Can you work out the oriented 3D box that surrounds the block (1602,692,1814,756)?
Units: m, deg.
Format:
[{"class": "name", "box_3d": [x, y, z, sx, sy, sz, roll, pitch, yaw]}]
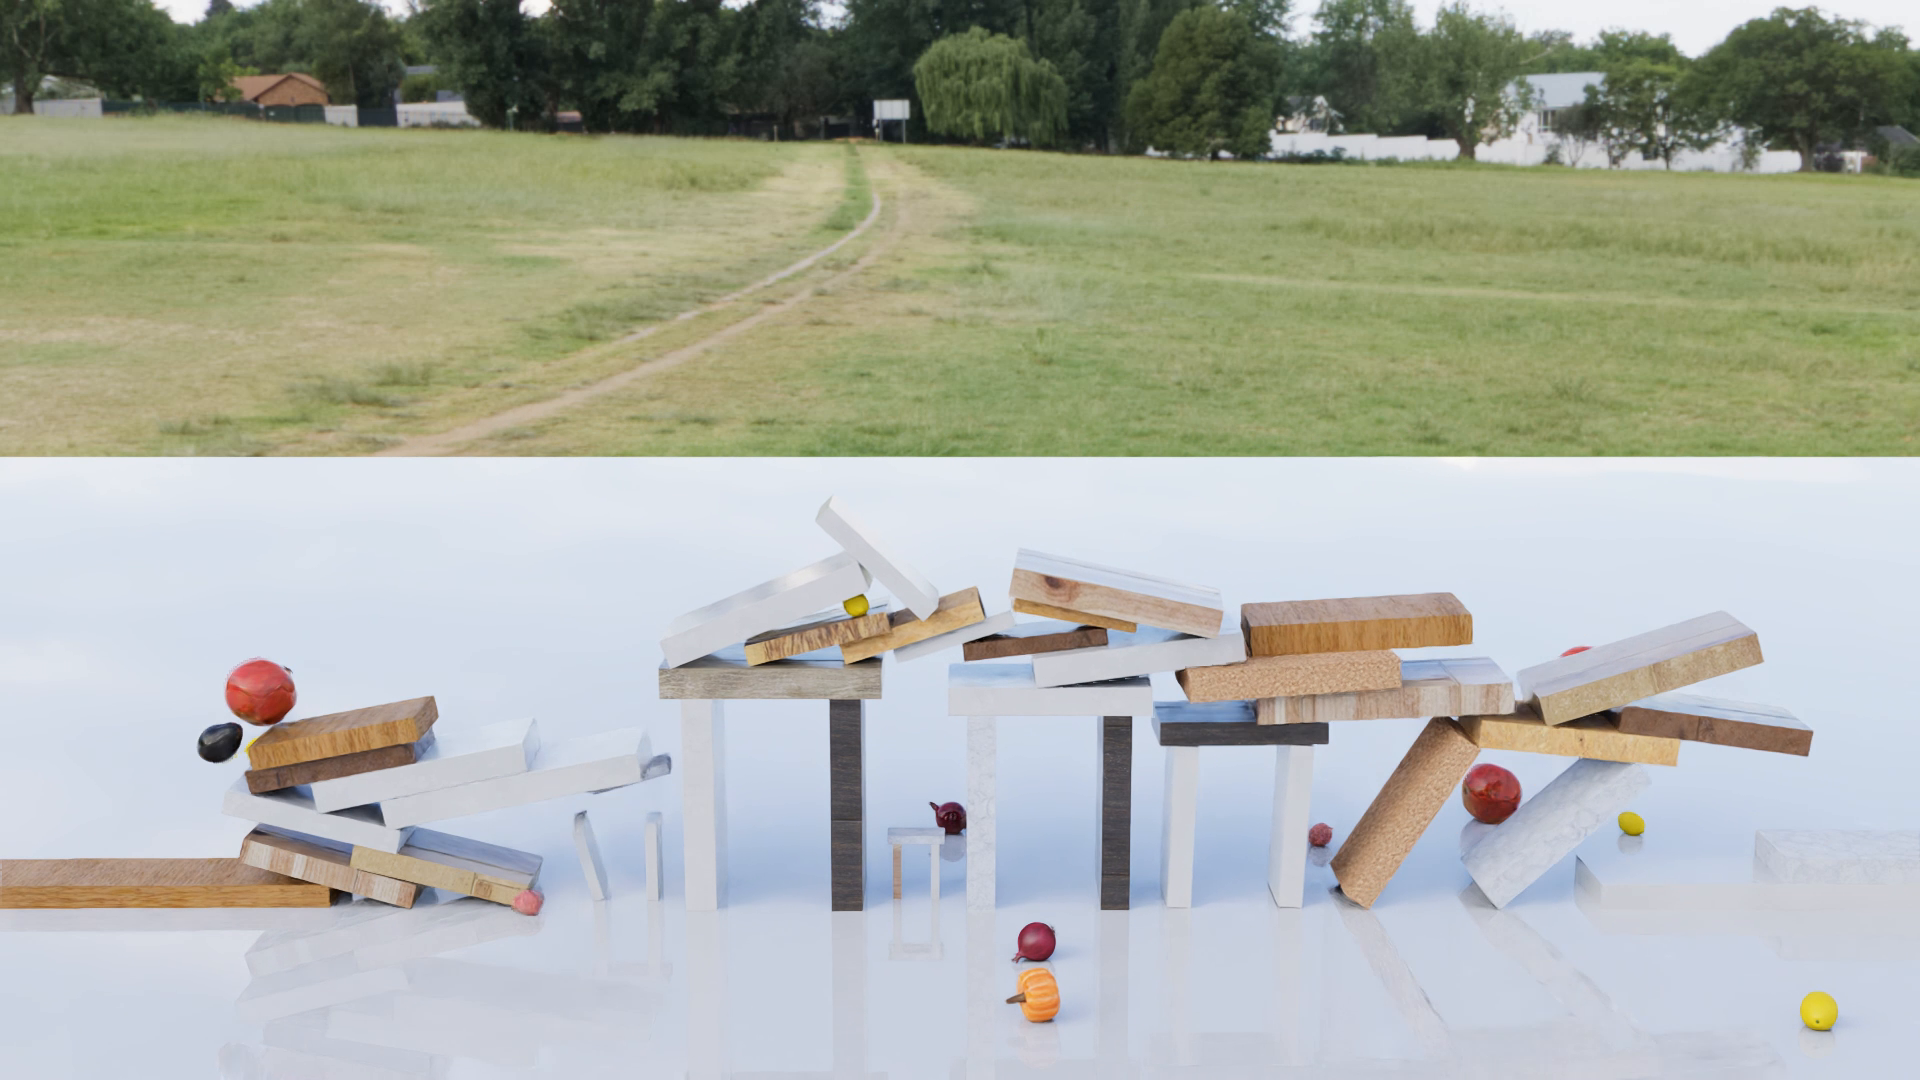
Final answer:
[{"class": "block", "box_3d": [1.218, 0.293, 3.609, 0.306, 0.043, 0.153, 8, 11, 1]}]

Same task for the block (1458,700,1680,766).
[{"class": "block", "box_3d": [0.998, 0.313, 3.620, 0.321, 0.046, 0.161, 6, 11, -1]}]

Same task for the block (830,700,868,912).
[{"class": "block", "box_3d": [-0.184, 0.414, 3.641, 0.050, 0.356, 0.178, 0, 11, 0]}]

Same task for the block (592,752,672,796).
[{"class": "block", "box_3d": [-0.547, 0.389, 3.658, 0.132, 0.019, 0.066, -16, 11, -3]}]

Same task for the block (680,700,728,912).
[{"class": "block", "box_3d": [-0.422, 0.414, 3.641, 0.050, 0.356, 0.178, 0, 11, 0]}]

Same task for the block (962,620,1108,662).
[{"class": "block", "box_3d": [0.123, 0.160, 3.592, 0.234, 0.029, 0.101, -7, 11, 3]}]

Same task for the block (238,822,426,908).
[{"class": "block", "box_3d": [-1.032, 0.531, 3.656, 0.289, 0.041, 0.144, 16, 10, -3]}]

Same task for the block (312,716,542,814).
[{"class": "block", "box_3d": [-0.877, 0.369, 3.634, 0.344, 0.049, 0.172, -11, 11, -1]}]

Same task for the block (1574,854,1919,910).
[{"class": "block", "box_3d": [1.383, 0.569, 3.665, 0.673, 0.043, 0.153, 0, 11, 0]}]

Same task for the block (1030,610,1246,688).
[{"class": "block", "box_3d": [0.285, 0.177, 3.596, 0.338, 0.048, 0.169, -7, 11, 0]}]

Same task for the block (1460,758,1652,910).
[{"class": "block", "box_3d": [0.984, 0.467, 3.647, 0.321, 0.046, 0.161, -42, 8, 7]}]

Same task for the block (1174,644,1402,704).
[{"class": "block", "box_3d": [0.529, 0.209, 3.577, 0.338, 0.048, 0.169, -4, 10, -2]}]

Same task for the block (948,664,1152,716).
[{"class": "block", "box_3d": [0.145, 0.245, 3.607, 0.328, 0.046, 0.164, 0, 11, 0]}]

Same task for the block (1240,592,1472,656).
[{"class": "block", "box_3d": [0.652, 0.139, 3.643, 0.355, 0.050, 0.178, -3, 10, 2]}]

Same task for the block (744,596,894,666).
[{"class": "block", "box_3d": [-0.227, 0.147, 3.572, 0.236, 0.033, 0.118, -14, 11, 4]}]

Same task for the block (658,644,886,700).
[{"class": "block", "box_3d": [-0.304, 0.214, 3.603, 0.356, 0.050, 0.178, 0, 11, 0]}]

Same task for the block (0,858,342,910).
[{"class": "block", "box_3d": [-1.336, 0.571, 3.663, 0.605, 0.039, 0.138, 0, 11, -1]}]

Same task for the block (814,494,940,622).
[{"class": "block", "box_3d": [-0.132, 0.027, 3.536, 0.236, 0.033, 0.118, 43, 9, -8]}]

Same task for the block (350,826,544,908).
[{"class": "block", "box_3d": [-0.851, 0.535, 3.660, 0.289, 0.041, 0.144, 14, 10, -3]}]

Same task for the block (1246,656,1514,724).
[{"class": "block", "box_3d": [0.682, 0.246, 3.607, 0.410, 0.050, 0.178, -3, 10, 2]}]

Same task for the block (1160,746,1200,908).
[{"class": "block", "box_3d": [0.362, 0.455, 3.642, 0.039, 0.274, 0.137, 2, 11, 0]}]

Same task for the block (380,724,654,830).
[{"class": "block", "box_3d": [-0.728, 0.391, 3.637, 0.421, 0.049, 0.172, -11, 11, 0]}]

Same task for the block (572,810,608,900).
[{"class": "block", "box_3d": [-0.612, 0.522, 3.639, 0.019, 0.132, 0.066, -12, 23, 1]}]

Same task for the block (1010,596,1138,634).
[{"class": "block", "box_3d": [0.184, 0.108, 3.574, 0.202, 0.029, 0.101, 10, 11, -4]}]

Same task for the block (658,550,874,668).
[{"class": "block", "box_3d": [-0.309, 0.105, 3.573, 0.344, 0.049, 0.172, -21, 9, 5]}]

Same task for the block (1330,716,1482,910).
[{"class": "block", "box_3d": [0.735, 0.445, 3.643, 0.046, 0.321, 0.161, 32, 9, -6]}]

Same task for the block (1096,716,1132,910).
[{"class": "block", "box_3d": [0.254, 0.428, 3.642, 0.046, 0.328, 0.164, 0, 11, 0]}]

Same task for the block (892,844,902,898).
[{"class": "block", "box_3d": [-0.104, 0.544, 3.658, 0.013, 0.095, 0.047, 0, 11, 0]}]

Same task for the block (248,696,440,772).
[{"class": "block", "box_3d": [-1.007, 0.315, 3.602, 0.275, 0.039, 0.138, -11, 11, 2]}]

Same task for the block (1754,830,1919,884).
[{"class": "block", "box_3d": [1.501, 0.526, 3.656, 0.306, 0.043, 0.153, 0, 10, 1]}]

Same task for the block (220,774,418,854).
[{"class": "block", "box_3d": [-1.053, 0.445, 3.638, 0.289, 0.041, 0.144, 14, 10, -3]}]

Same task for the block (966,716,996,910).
[{"class": "block", "box_3d": [0.035, 0.428, 3.642, 0.046, 0.328, 0.164, 0, 11, 0]}]

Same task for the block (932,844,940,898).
[{"class": "block", "box_3d": [-0.041, 0.544, 3.658, 0.013, 0.095, 0.047, 0, 11, 0]}]

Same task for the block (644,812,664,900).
[{"class": "block", "box_3d": [-0.508, 0.525, 3.655, 0.019, 0.132, 0.066, 0, 11, 0]}]

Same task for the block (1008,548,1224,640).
[{"class": "block", "box_3d": [0.252, 0.085, 3.559, 0.338, 0.048, 0.169, 12, 11, 2]}]

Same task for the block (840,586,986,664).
[{"class": "block", "box_3d": [-0.078, 0.138, 3.588, 0.236, 0.033, 0.118, -18, 10, 2]}]

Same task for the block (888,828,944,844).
[{"class": "block", "box_3d": [-0.072, 0.491, 3.649, 0.095, 0.013, 0.047, 0, 11, 0]}]

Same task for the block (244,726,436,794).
[{"class": "block", "box_3d": [-1.018, 0.354, 3.619, 0.275, 0.039, 0.138, -11, 11, 2]}]

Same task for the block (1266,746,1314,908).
[{"class": "block", "box_3d": [0.547, 0.455, 3.642, 0.039, 0.274, 0.137, 3, 11, 0]}]

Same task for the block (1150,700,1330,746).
[{"class": "block", "box_3d": [0.458, 0.301, 3.616, 0.274, 0.039, 0.137, 0, 11, -1]}]

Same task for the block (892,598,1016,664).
[{"class": "block", "box_3d": [-0.008, 0.148, 3.595, 0.202, 0.029, 0.101, -18, 9, 5]}]

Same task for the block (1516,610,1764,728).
[{"class": "block", "box_3d": [1.108, 0.208, 3.601, 0.355, 0.050, 0.178, -17, 9, 5]}]
